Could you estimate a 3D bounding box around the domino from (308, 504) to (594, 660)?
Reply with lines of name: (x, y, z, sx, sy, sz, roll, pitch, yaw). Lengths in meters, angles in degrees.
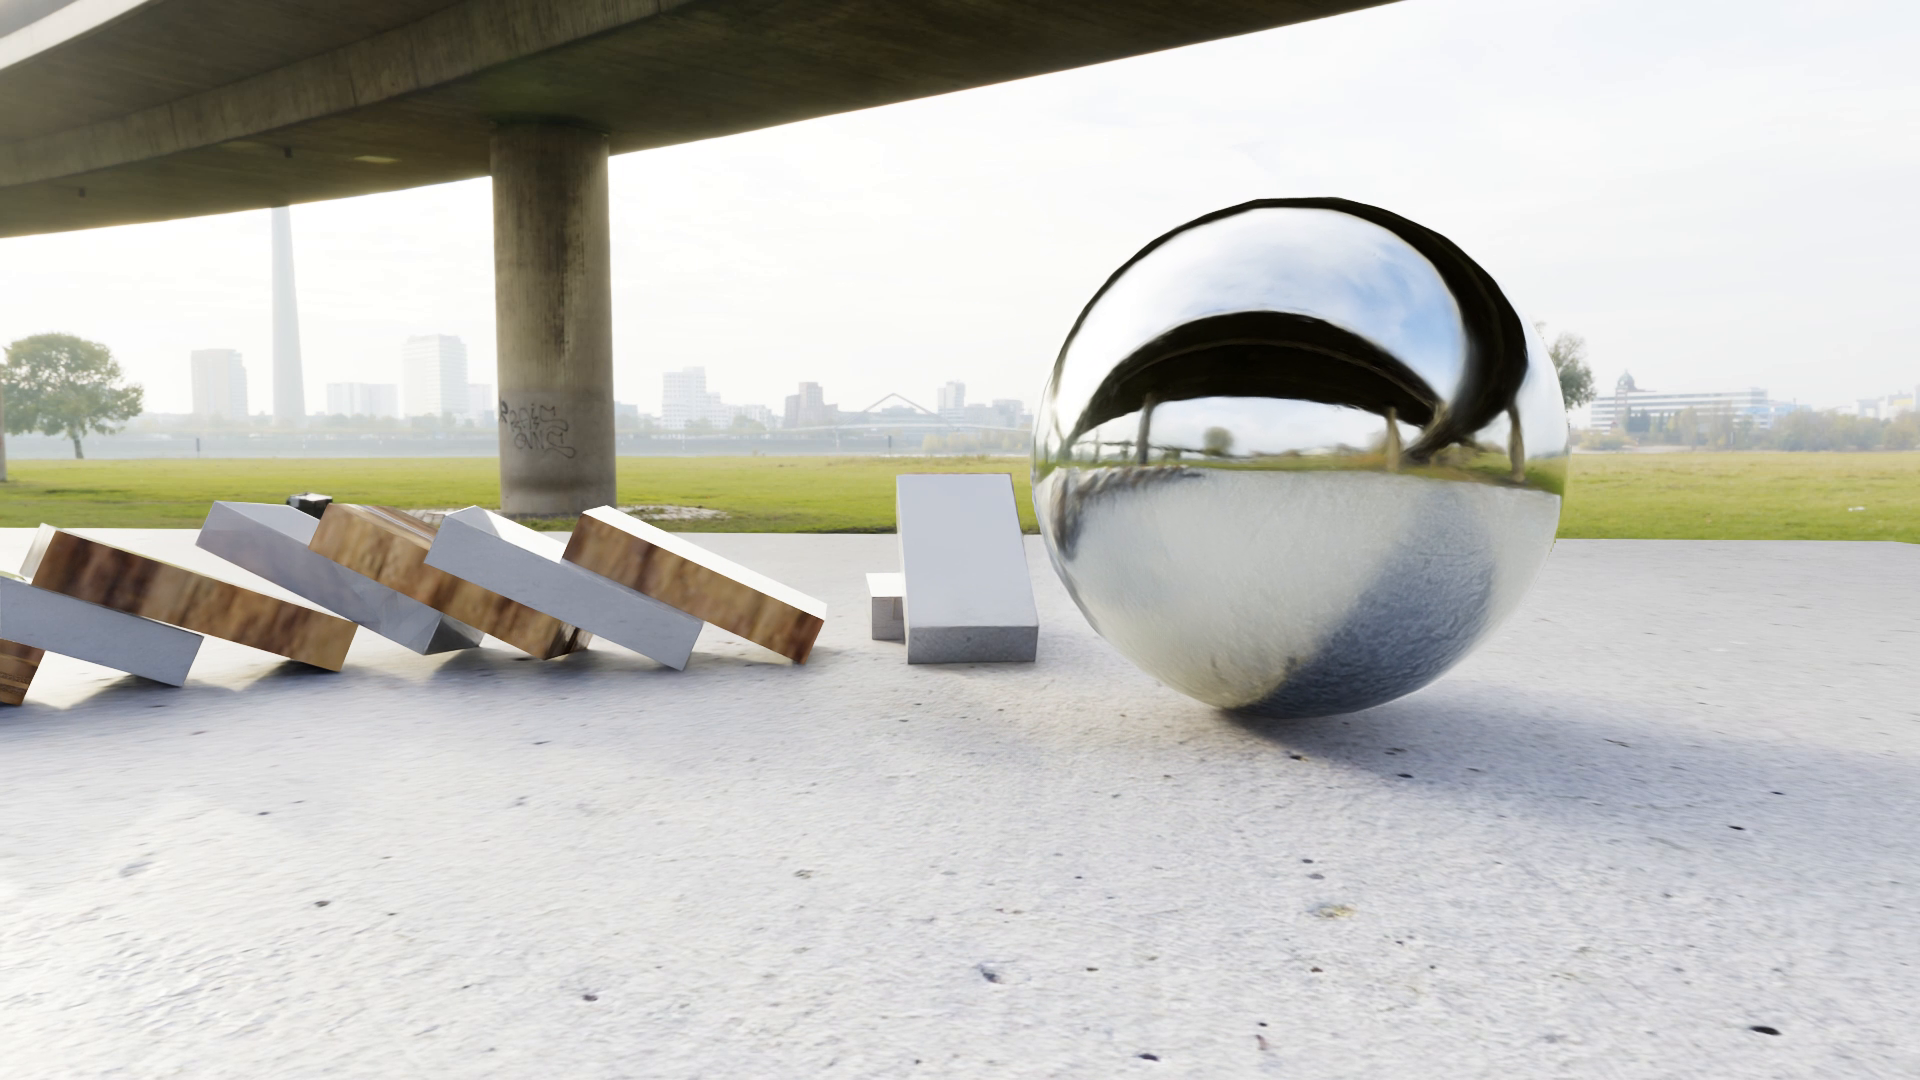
domino: (-0.099, 0.008, 0.255, 0.050, 0.010, 0.025, 25, 1, 2)

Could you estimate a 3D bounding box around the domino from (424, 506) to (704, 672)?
domino: (-0.074, 0.009, 0.248, 0.050, 0.009, 0.025, 25, 1, -10)

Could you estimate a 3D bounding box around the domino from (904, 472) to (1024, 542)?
domino: (0.001, 0.003, 0.283, 0.025, 0.009, 0.050, 0, 38, -5)

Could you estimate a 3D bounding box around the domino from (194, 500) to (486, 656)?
domino: (-0.122, 0.007, 0.258, 0.050, 0.009, 0.025, 25, 1, 3)

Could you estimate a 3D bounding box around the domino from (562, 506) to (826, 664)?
domino: (-0.052, 0.008, 0.257, 0.050, 0.009, 0.025, 25, 2, -6)

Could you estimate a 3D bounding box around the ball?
ball: (0.051, -0.012, 0.200, 0.080, 0.080, 0.080, 0, 4, 0)

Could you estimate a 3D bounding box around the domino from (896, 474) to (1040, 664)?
domino: (0.000, 0.005, 0.266, 0.025, 0.010, 0.050, -1, 38, -6)

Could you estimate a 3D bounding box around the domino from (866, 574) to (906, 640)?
domino: (-0.009, 0.015, 0.304, 0.025, 0.010, 0.050, 0, 4, -6)

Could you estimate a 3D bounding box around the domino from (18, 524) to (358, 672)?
domino: (-0.140, 0.011, 0.234, 0.050, 0.010, 0.025, 26, -13, -38)

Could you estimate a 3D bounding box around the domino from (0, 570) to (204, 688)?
domino: (-0.160, 0.012, 0.218, 0.025, 0.010, 0.050, 5, -18, 47)

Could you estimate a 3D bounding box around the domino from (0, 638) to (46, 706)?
domino: (-0.176, 0.013, 0.201, 0.025, 0.009, 0.050, 4, -18, 44)
